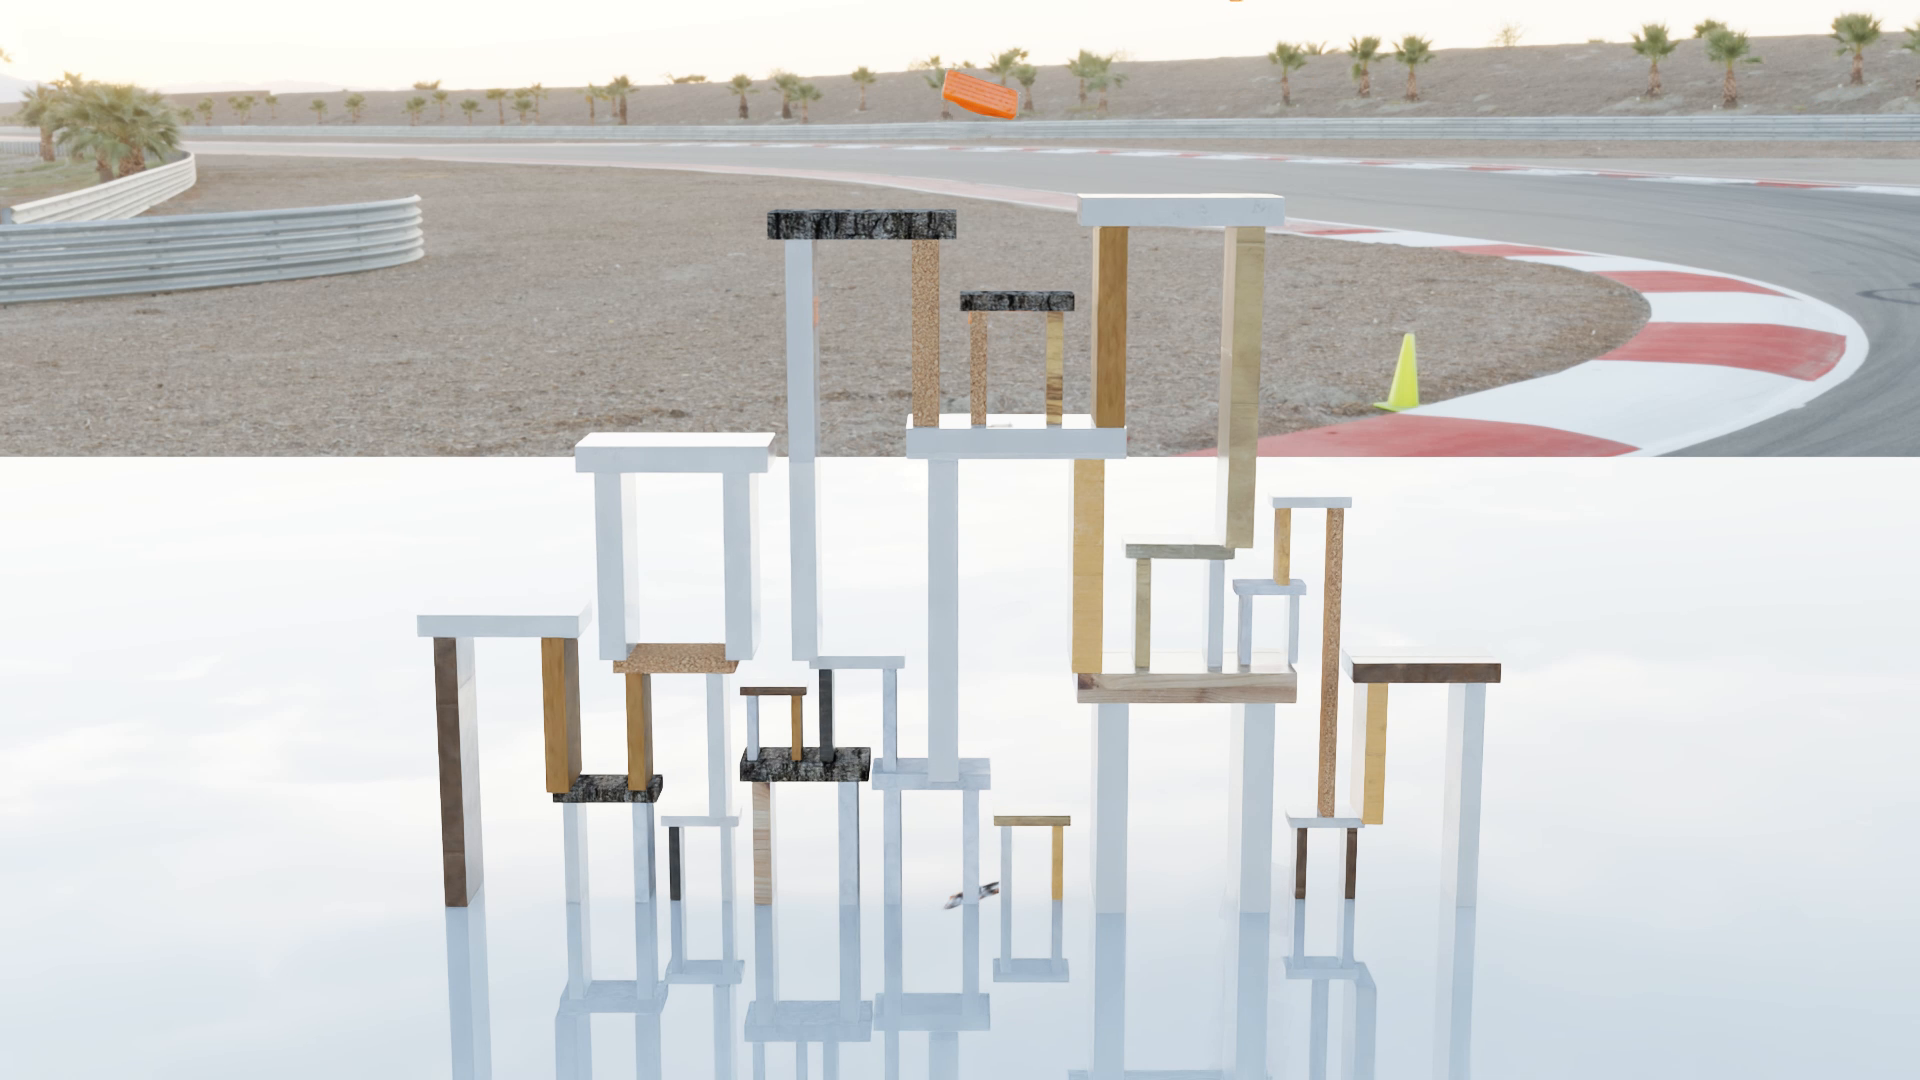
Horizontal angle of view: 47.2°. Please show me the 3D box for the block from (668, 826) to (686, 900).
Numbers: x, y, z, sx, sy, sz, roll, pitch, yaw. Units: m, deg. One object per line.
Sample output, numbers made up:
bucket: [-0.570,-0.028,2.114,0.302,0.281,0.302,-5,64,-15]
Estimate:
block: [-0.470,0.528,3.655,0.018,0.128,0.064,0,11,0]

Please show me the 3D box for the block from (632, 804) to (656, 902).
block: [-0.525,0.506,3.655,0.024,0.170,0.085,0,11,0]

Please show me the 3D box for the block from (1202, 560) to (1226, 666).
block: [0.412,0.110,3.576,0.025,0.175,0.088,0,11,0]

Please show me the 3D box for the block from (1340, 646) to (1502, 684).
block: [0.751,0.203,3.593,0.237,0.034,0.118,0,11,0]

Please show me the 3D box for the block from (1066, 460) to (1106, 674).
block: [0.203,0.027,3.560,0.049,0.345,0.172,0,11,0]

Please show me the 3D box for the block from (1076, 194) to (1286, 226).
block: [0.343,-0.519,3.460,0.312,0.044,0.156,0,11,0]

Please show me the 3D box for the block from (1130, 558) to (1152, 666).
block: [0.294,0.110,3.576,0.025,0.175,0.088,0,11,0]

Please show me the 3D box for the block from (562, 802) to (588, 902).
block: [-0.638,0.506,3.655,0.024,0.170,0.085,0,11,0]

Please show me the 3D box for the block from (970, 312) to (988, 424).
block: [0.030,-0.279,3.506,0.025,0.179,0.090,0,11,0]

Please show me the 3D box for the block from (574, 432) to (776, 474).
block: [-0.454,-0.140,3.533,0.303,0.043,0.152,0,11,0]

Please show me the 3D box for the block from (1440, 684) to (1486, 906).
block: [0.830,0.405,3.631,0.034,0.377,0.118,0,11,0]

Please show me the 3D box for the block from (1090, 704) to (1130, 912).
block: [0.246,0.418,3.633,0.050,0.351,0.175,0,11,0]

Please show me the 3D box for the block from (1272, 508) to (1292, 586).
block: [0.522,0.005,3.566,0.018,0.127,0.063,0,11,0]

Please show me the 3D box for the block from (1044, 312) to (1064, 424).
block: [0.149,-0.279,3.506,0.025,0.179,0.090,0,11,0]

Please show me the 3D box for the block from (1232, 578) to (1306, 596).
block: [0.503,0.076,3.575,0.113,0.016,0.057,0,11,0]

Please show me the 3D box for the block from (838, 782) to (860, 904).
block: [-0.184,0.487,3.648,0.030,0.210,0.105,0,11,0]

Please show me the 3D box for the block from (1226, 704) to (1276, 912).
block: [0.480,0.418,3.633,0.050,0.351,0.176,0,11,0]

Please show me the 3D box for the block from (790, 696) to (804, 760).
block: [-0.267,0.302,3.612,0.015,0.109,0.054,0,11,0]

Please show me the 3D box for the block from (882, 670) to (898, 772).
block: [-0.115,0.287,3.614,0.022,0.172,0.077,0,11,0]

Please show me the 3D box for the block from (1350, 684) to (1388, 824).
block: [0.672,0.336,3.617,0.034,0.237,0.118,0,11,0]

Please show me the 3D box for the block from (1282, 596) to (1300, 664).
block: [0.540,0.140,3.587,0.016,0.113,0.057,0,11,0]

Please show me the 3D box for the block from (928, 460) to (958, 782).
block: [-0.027,0.115,3.575,0.049,0.523,0.172,0,11,0]

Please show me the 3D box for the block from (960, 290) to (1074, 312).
block: [0.090,-0.379,3.488,0.179,0.025,0.090,0,11,0]

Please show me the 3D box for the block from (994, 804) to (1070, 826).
block: [0.119,0.456,3.646,0.127,0.018,0.063,0,11,0]

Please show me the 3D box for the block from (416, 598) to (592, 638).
block: [-0.740,0.126,3.584,0.259,0.037,0.130,0,11,0]

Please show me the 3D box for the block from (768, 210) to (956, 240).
block: [-0.152,-0.498,3.468,0.292,0.041,0.146,0,11,0]

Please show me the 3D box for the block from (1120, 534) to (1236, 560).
block: [0.352,0.011,3.559,0.176,0.025,0.088,1,11,-1]

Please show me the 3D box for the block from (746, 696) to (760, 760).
block: [-0.340,0.302,3.612,0.015,0.109,0.054,0,11,0]

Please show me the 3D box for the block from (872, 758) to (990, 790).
block: [-0.047,0.386,3.629,0.194,0.028,0.097,0,11,0]

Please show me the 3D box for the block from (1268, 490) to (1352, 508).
block: [0.564,-0.066,3.552,0.127,0.018,0.063,0,11,0]

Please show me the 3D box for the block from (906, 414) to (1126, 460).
block: [0.088,-0.166,3.523,0.345,0.049,0.172,0,11,0]

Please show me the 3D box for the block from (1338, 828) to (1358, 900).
block: [0.646,0.529,3.662,0.017,0.123,0.062,0,11,0]

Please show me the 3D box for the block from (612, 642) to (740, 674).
block: [-0.462,0.193,3.593,0.196,0.028,0.098,0,11,0]

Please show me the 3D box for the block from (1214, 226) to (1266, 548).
block: [0.446,-0.249,3.512,0.044,0.505,0.156,1,11,0]

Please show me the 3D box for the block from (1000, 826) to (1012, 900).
block: [0.077,0.527,3.659,0.018,0.127,0.063,0,11,0]

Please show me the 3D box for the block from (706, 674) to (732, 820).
block: [-0.396,0.327,3.618,0.028,0.244,0.098,0,11,0]

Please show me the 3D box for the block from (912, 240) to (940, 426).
block: [-0.054,-0.334,3.498,0.041,0.292,0.146,0,11,0]

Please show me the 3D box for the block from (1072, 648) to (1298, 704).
block: [0.363,0.221,3.597,0.351,0.050,0.176,0,11,0]

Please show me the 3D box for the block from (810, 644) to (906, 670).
block: [-0.167,0.191,3.597,0.155,0.022,0.077,0,11,0]

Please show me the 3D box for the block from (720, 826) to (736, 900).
block: [-0.385,0.528,3.655,0.018,0.128,0.064,0,11,0]

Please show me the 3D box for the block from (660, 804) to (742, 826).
block: [-0.428,0.456,3.641,0.128,0.018,0.064,0,11,0]

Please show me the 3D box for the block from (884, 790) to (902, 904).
block: [-0.112,0.495,3.650,0.028,0.194,0.097,0,11,0]

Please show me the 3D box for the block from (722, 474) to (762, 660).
block: [-0.353,0.030,3.564,0.043,0.303,0.152,0,11,0]

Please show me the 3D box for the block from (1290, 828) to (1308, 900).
block: [0.564,0.529,3.662,0.017,0.123,0.062,0,11,0]

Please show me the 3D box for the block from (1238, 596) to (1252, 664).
block: [0.465,0.140,3.587,0.016,0.113,0.057,0,11,0]

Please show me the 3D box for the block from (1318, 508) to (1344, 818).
block: [0.607,0.197,3.600,0.018,0.516,0.063,0,11,0]

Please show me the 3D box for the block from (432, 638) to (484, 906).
block: [-0.826,0.367,3.629,0.037,0.453,0.130,0,11,0]

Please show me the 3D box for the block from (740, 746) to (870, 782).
block: [-0.254,0.369,3.627,0.210,0.030,0.105,0,11,0]

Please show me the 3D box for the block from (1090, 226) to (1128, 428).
block: [0.236,-0.344,3.493,0.044,0.312,0.156,0,11,0]

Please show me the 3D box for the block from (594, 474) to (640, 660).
block: [-0.555,0.030,3.565,0.043,0.303,0.152,0,11,0]

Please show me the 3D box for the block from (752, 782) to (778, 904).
block: [-0.324,0.487,3.648,0.030,0.210,0.105,0,11,0]

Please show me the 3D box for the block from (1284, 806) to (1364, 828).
block: [0.605,0.459,3.649,0.123,0.017,0.062,0,11,0]

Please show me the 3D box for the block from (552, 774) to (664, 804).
block: [-0.582,0.411,3.637,0.170,0.024,0.085,0,11,0]

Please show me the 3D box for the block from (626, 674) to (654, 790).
block: [-0.527,0.303,3.614,0.028,0.196,0.098,0,10,0]

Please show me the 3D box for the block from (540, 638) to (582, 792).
block: [-0.654,0.271,3.611,0.037,0.259,0.130,0,11,0]

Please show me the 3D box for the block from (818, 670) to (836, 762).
block: [-0.218,0.278,3.613,0.022,0.155,0.077,0,11,0]

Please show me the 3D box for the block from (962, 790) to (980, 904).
block: [0.018,0.495,3.650,0.028,0.194,0.097,0,11,0]

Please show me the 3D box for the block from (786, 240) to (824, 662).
block: [-0.249,-0.149,3.533,0.041,0.670,0.146,0,11,0]

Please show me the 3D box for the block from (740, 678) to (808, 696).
block: [-0.304,0.241,3.600,0.109,0.015,0.054,0,11,0]

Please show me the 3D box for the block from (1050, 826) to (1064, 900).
block: [0.161,0.527,3.659,0.018,0.127,0.063,0,11,0]
